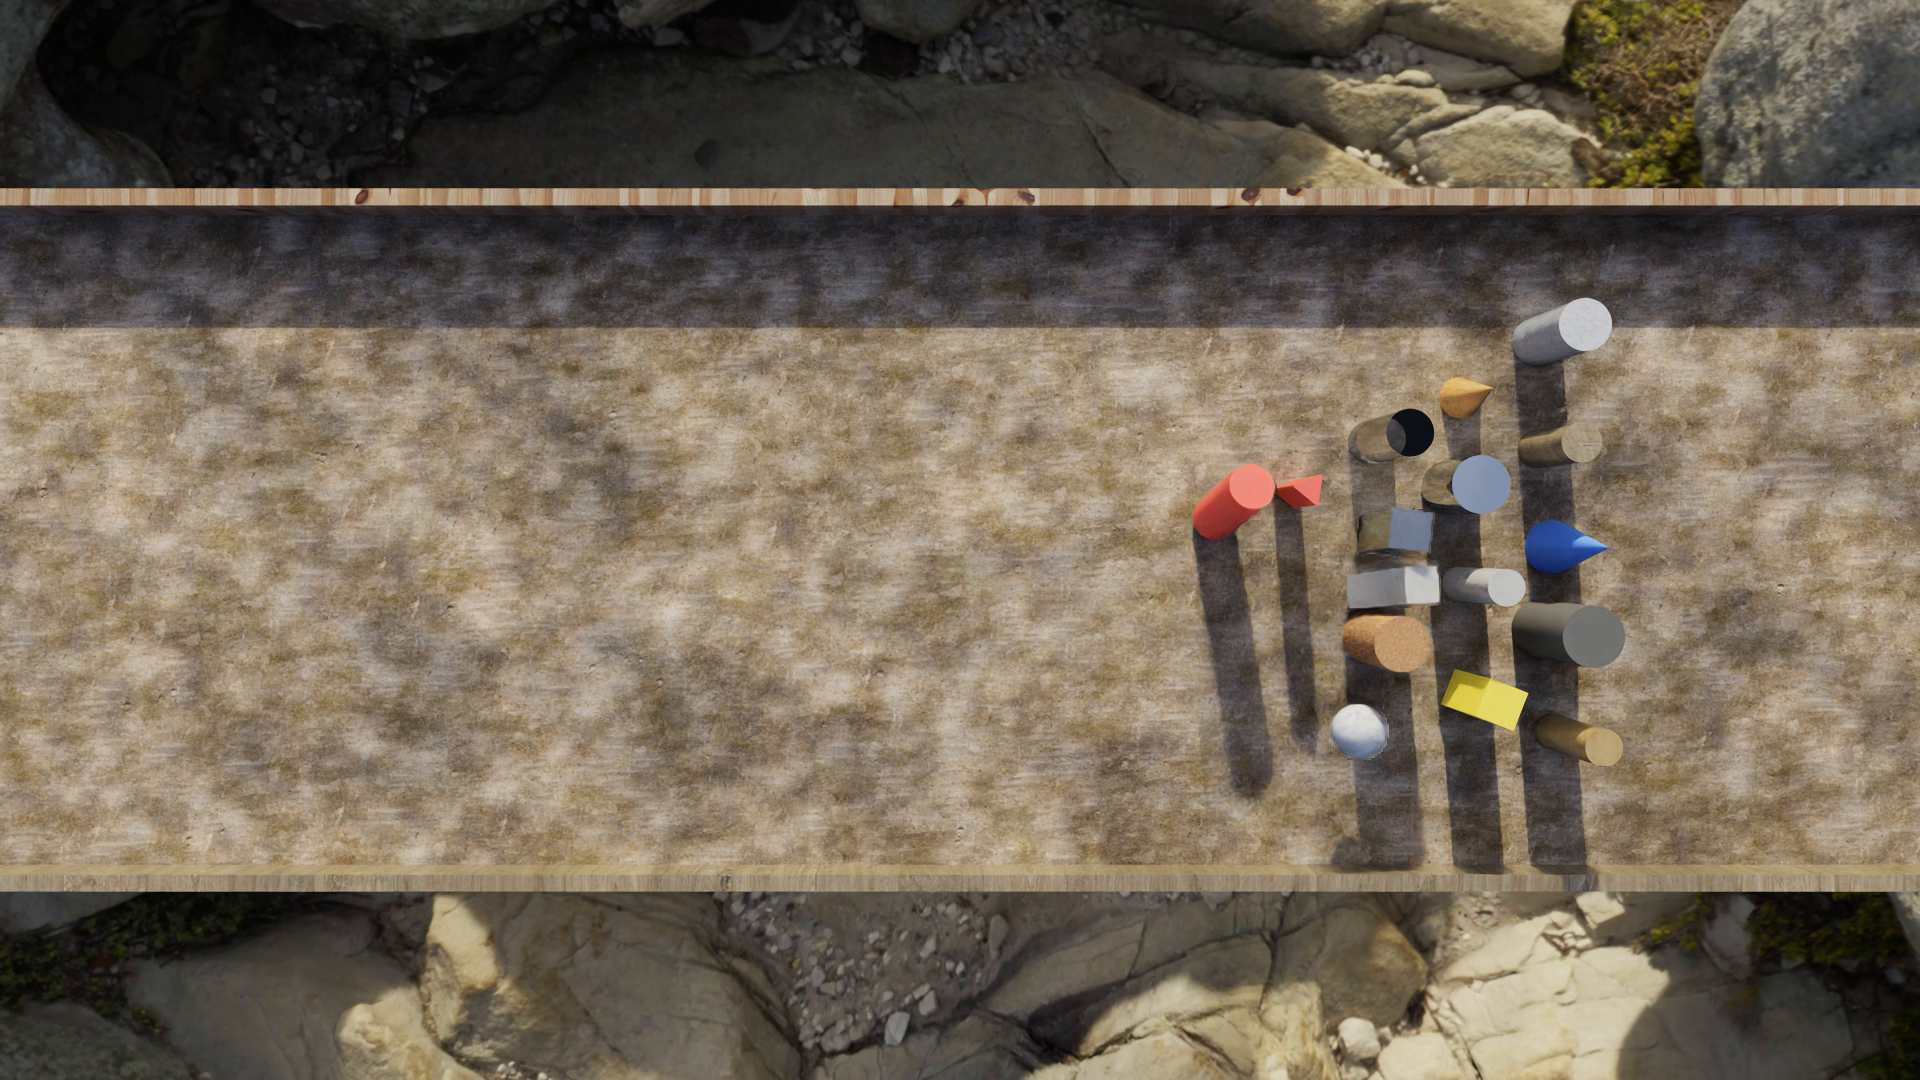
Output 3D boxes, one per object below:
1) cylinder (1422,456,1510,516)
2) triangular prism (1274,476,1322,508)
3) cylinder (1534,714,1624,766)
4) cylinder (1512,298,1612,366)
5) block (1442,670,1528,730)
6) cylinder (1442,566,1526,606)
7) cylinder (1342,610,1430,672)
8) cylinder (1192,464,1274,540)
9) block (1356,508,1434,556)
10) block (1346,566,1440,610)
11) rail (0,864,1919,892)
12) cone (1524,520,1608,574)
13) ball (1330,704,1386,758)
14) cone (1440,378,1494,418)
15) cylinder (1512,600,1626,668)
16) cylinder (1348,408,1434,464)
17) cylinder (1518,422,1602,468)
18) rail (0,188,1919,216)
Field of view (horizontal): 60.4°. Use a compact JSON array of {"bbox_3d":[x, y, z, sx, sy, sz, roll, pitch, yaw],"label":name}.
[{"bbox_3d":[1.504,-0.160,4.916,0.170,0.320,0.170,0,90,0],"label":"cylinder"},{"bbox_3d":[1.018,-0.157,4.911,0.088,0.331,0.076,39,90,0],"label":"triangular prism"},{"bbox_3d":[1.820,0.588,4.868,0.107,0.418,0.107,0,90,0],"label":"cylinder"},{"bbox_3d":[1.776,-0.612,4.879,0.151,0.394,0.151,0,90,0],"label":"cylinder"},{"bbox_3d":[1.555,0.472,4.905,0.116,0.343,0.116,21,90,0],"label":"block"},{"bbox_3d":[1.537,0.134,4.856,0.106,0.441,0.106,0,90,0],"label":"cylinder"},{"bbox_3d":[1.260,0.297,4.894,0.161,0.363,0.161,0,90,-1],"label":"cylinder"},{"bbox_3d":[0.807,-0.108,4.885,0.134,0.359,0.134,2,75,-9],"label":"cylinder"},{"bbox_3d":[1.281,-0.021,4.881,0.114,0.387,0.114,7,88,0],"label":"block"},{"bbox_3d":[1.279,0.144,4.887,0.105,0.357,0.105,-1,85,-14],"label":"block"},{"bbox_3d":[-2.247,1.025,5.001,12.000,0.150,0.050,0,90,0],"label":"rail"},{"bbox_3d":[1.820,0.021,4.848,0.166,0.457,0.166,0,90,0],"label":"cone"},{"bbox_3d":[1.168,0.561,4.838,0.161,0.161,0.161,0,90,0],"label":"ball"},{"bbox_3d":[1.540,-0.438,4.918,0.128,0.316,0.128,0,90,0],"label":"cone"},{"bbox_3d":[1.785,0.273,4.860,0.176,0.433,0.176,0,90,0],"label":"cylinder"},{"bbox_3d":[1.261,-0.301,4.848,0.135,0.457,0.135,0,90,0],"label":"cylinder"},{"bbox_3d":[1.775,-0.279,4.892,0.117,0.369,0.117,0,90,0],"label":"cylinder"},{"bbox_3d":[-2.247,-1.025,5.002,12.000,0.150,0.050,0,90,0],"label":"rail"}]
